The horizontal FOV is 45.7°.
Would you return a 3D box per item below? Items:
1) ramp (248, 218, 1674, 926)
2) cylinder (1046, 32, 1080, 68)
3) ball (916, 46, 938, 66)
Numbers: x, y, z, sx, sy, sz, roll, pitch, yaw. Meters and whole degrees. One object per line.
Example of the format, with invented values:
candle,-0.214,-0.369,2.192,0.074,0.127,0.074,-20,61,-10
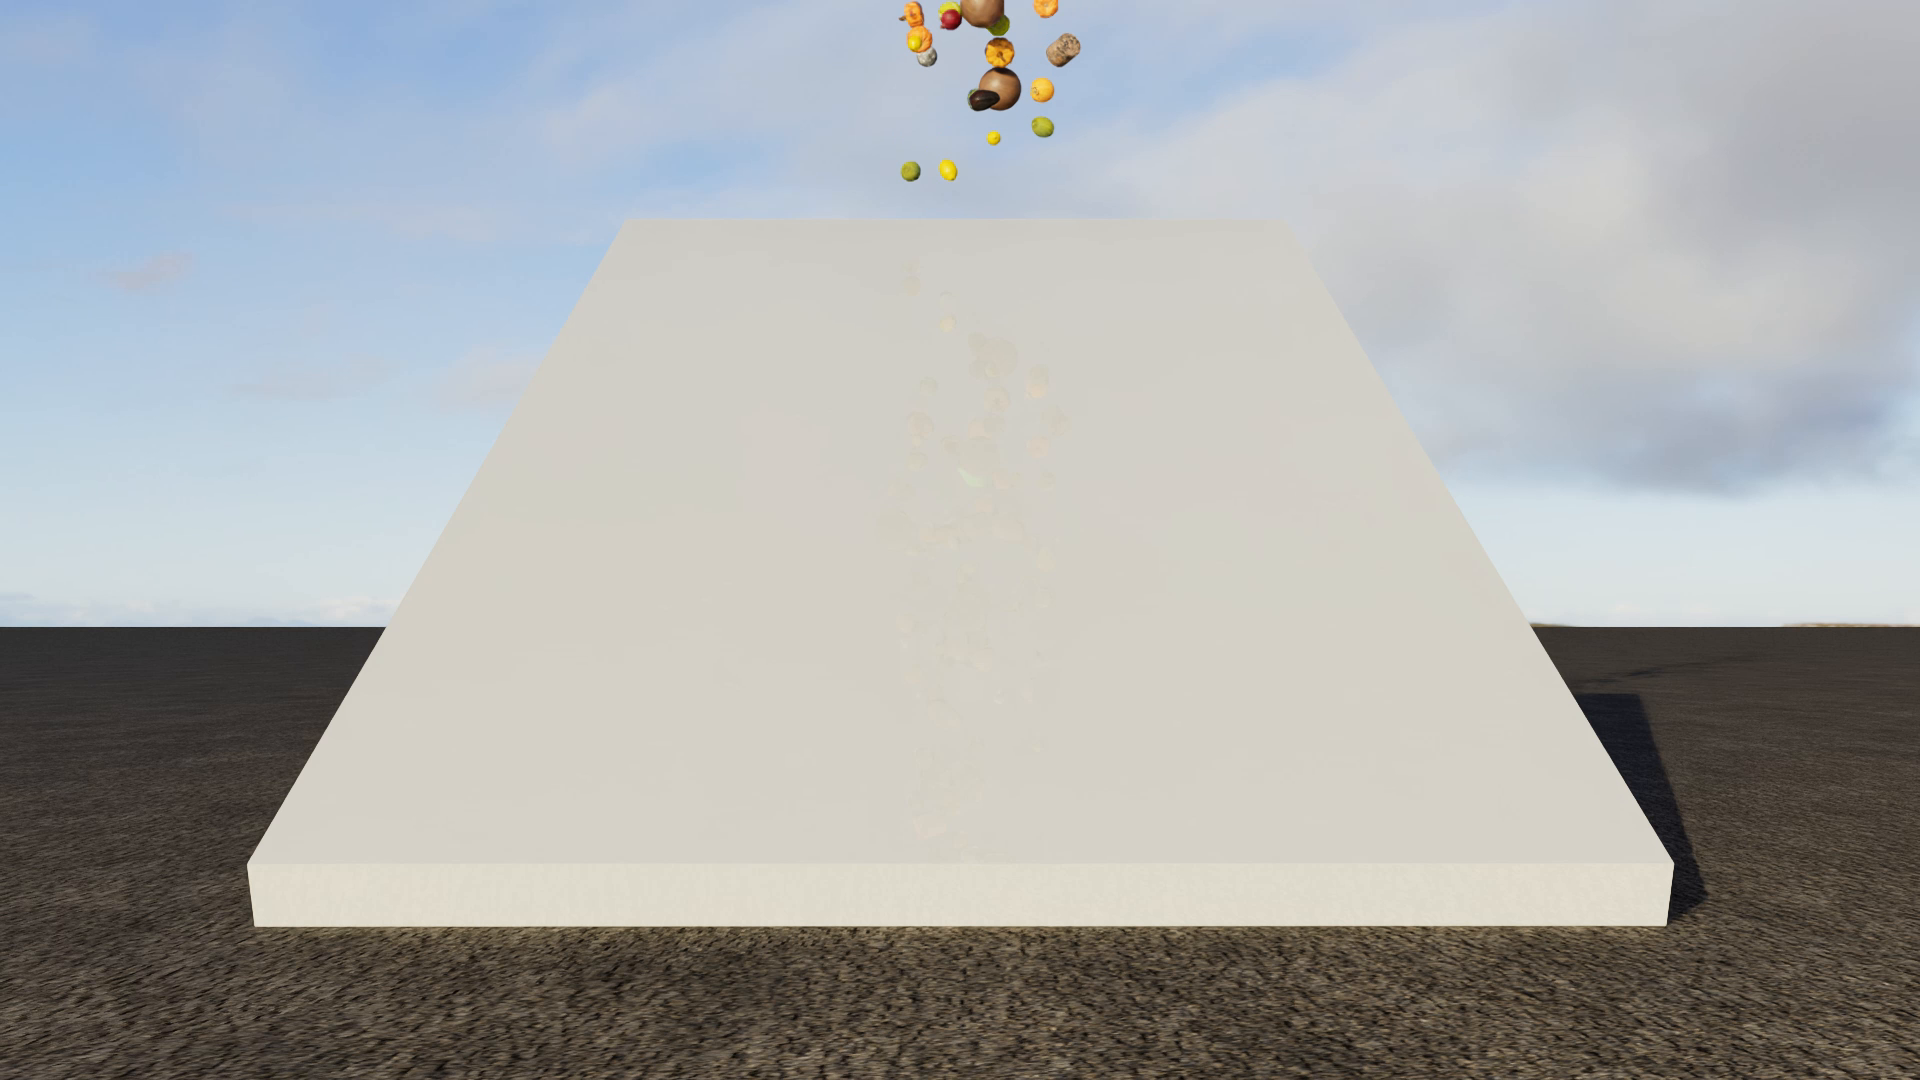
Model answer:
ramp,-0.006,-0.214,5.082,2.000,0.100,4.000,0,21,0
cylinder,0.300,-1.421,6.613,0.073,0.073,0.073,1,-16,-31
ball,-0.098,-1.443,6.802,0.063,0.063,0.063,0,-2,0
